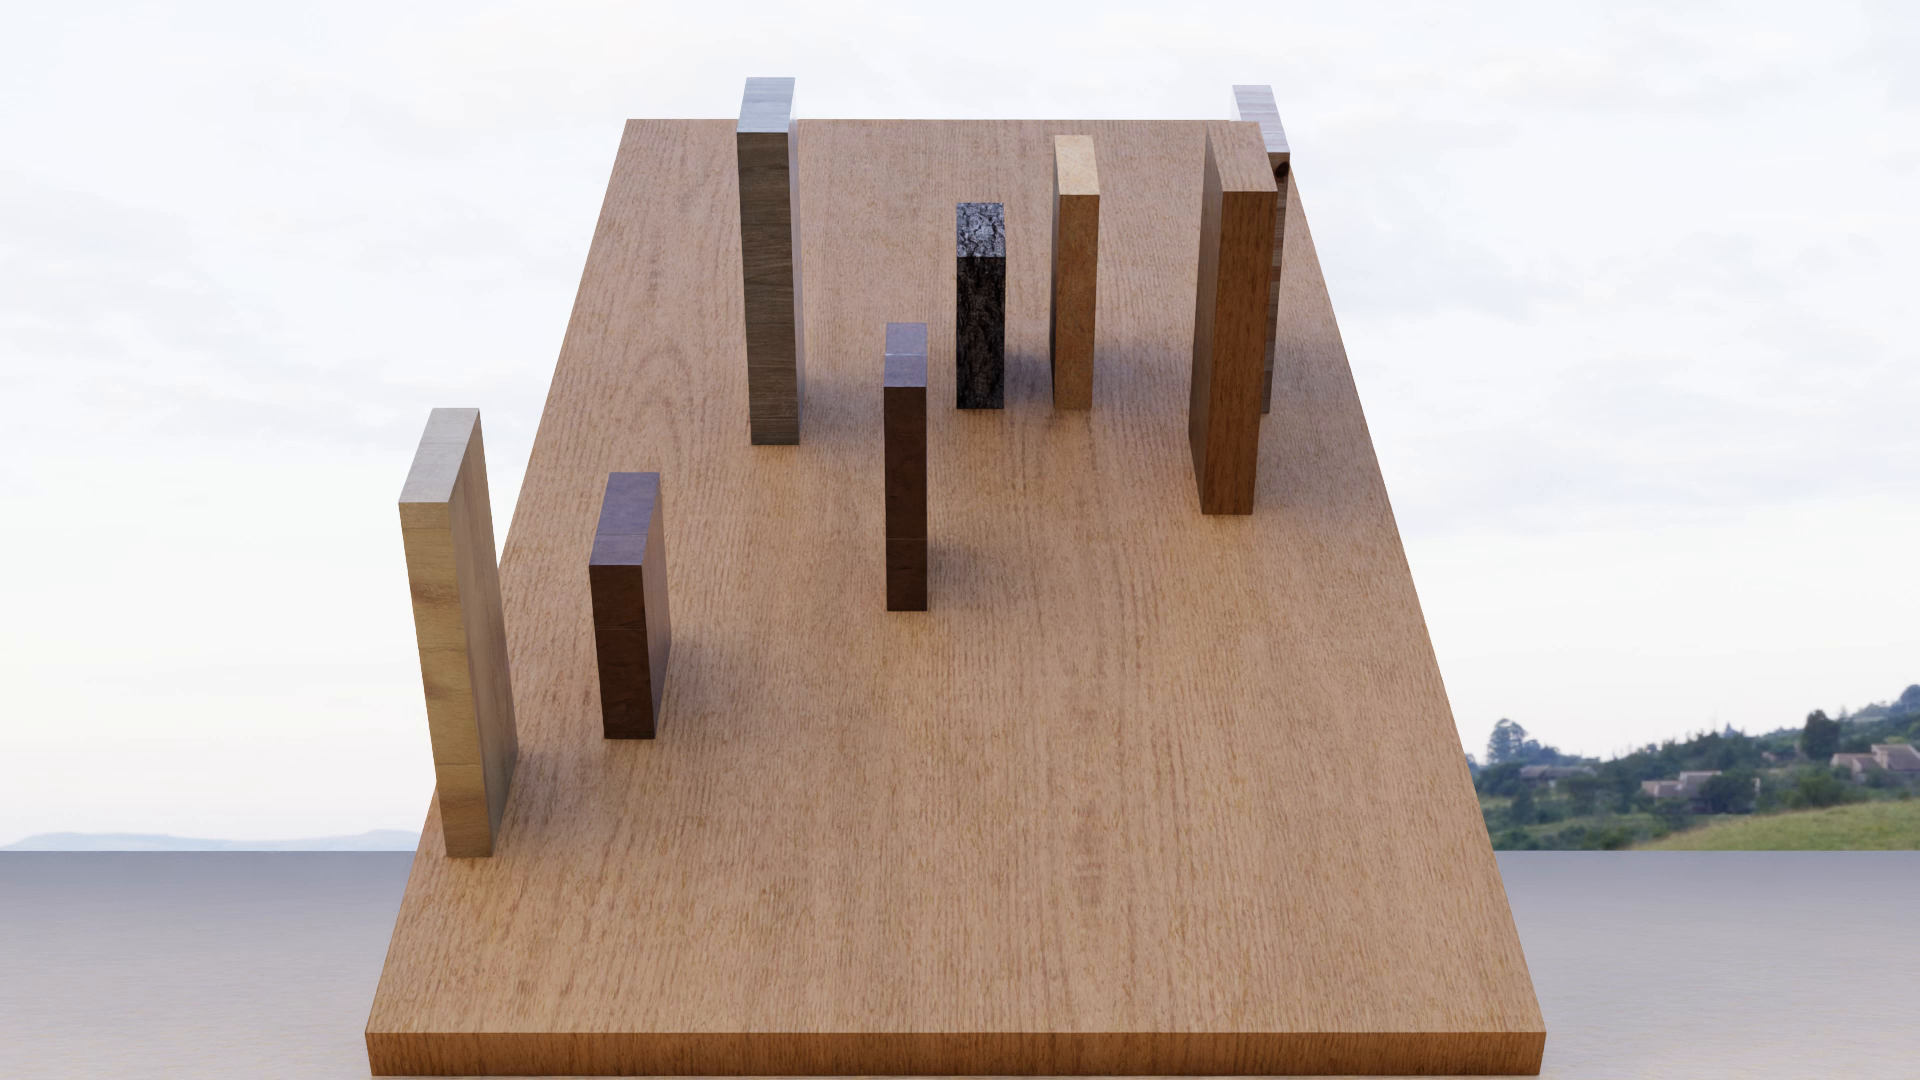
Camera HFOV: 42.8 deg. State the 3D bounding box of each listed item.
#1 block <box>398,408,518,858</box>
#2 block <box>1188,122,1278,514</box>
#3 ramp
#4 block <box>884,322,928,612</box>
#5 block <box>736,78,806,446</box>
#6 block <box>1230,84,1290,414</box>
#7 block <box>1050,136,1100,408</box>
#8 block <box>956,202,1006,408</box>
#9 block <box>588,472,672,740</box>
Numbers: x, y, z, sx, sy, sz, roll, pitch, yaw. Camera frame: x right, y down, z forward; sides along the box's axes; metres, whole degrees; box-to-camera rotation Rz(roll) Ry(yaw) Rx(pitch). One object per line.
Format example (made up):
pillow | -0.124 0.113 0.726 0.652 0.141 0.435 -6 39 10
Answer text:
block | -0.906 0.174 4.460 0.084 0.768 0.328 0 32 0
block | 0.608 -0.495 5.510 0.115 0.797 0.378 0 32 0
ramp | -0.015 -0.189 5.860 2.000 0.100 4.000 0 32 0
block | -0.113 -0.154 5.198 0.086 0.544 0.283 0 32 0
block | -0.439 -0.650 5.749 0.114 0.796 0.327 0 32 0
block | 0.707 -0.708 5.955 0.094 0.683 0.414 0 32 0
block | 0.276 -0.654 5.976 0.093 0.568 0.349 0 32 0
block | 0.049 -0.575 5.997 0.115 0.409 0.306 0 32 0
block | -0.652 0.129 4.873 0.100 0.409 0.344 0 32 0
